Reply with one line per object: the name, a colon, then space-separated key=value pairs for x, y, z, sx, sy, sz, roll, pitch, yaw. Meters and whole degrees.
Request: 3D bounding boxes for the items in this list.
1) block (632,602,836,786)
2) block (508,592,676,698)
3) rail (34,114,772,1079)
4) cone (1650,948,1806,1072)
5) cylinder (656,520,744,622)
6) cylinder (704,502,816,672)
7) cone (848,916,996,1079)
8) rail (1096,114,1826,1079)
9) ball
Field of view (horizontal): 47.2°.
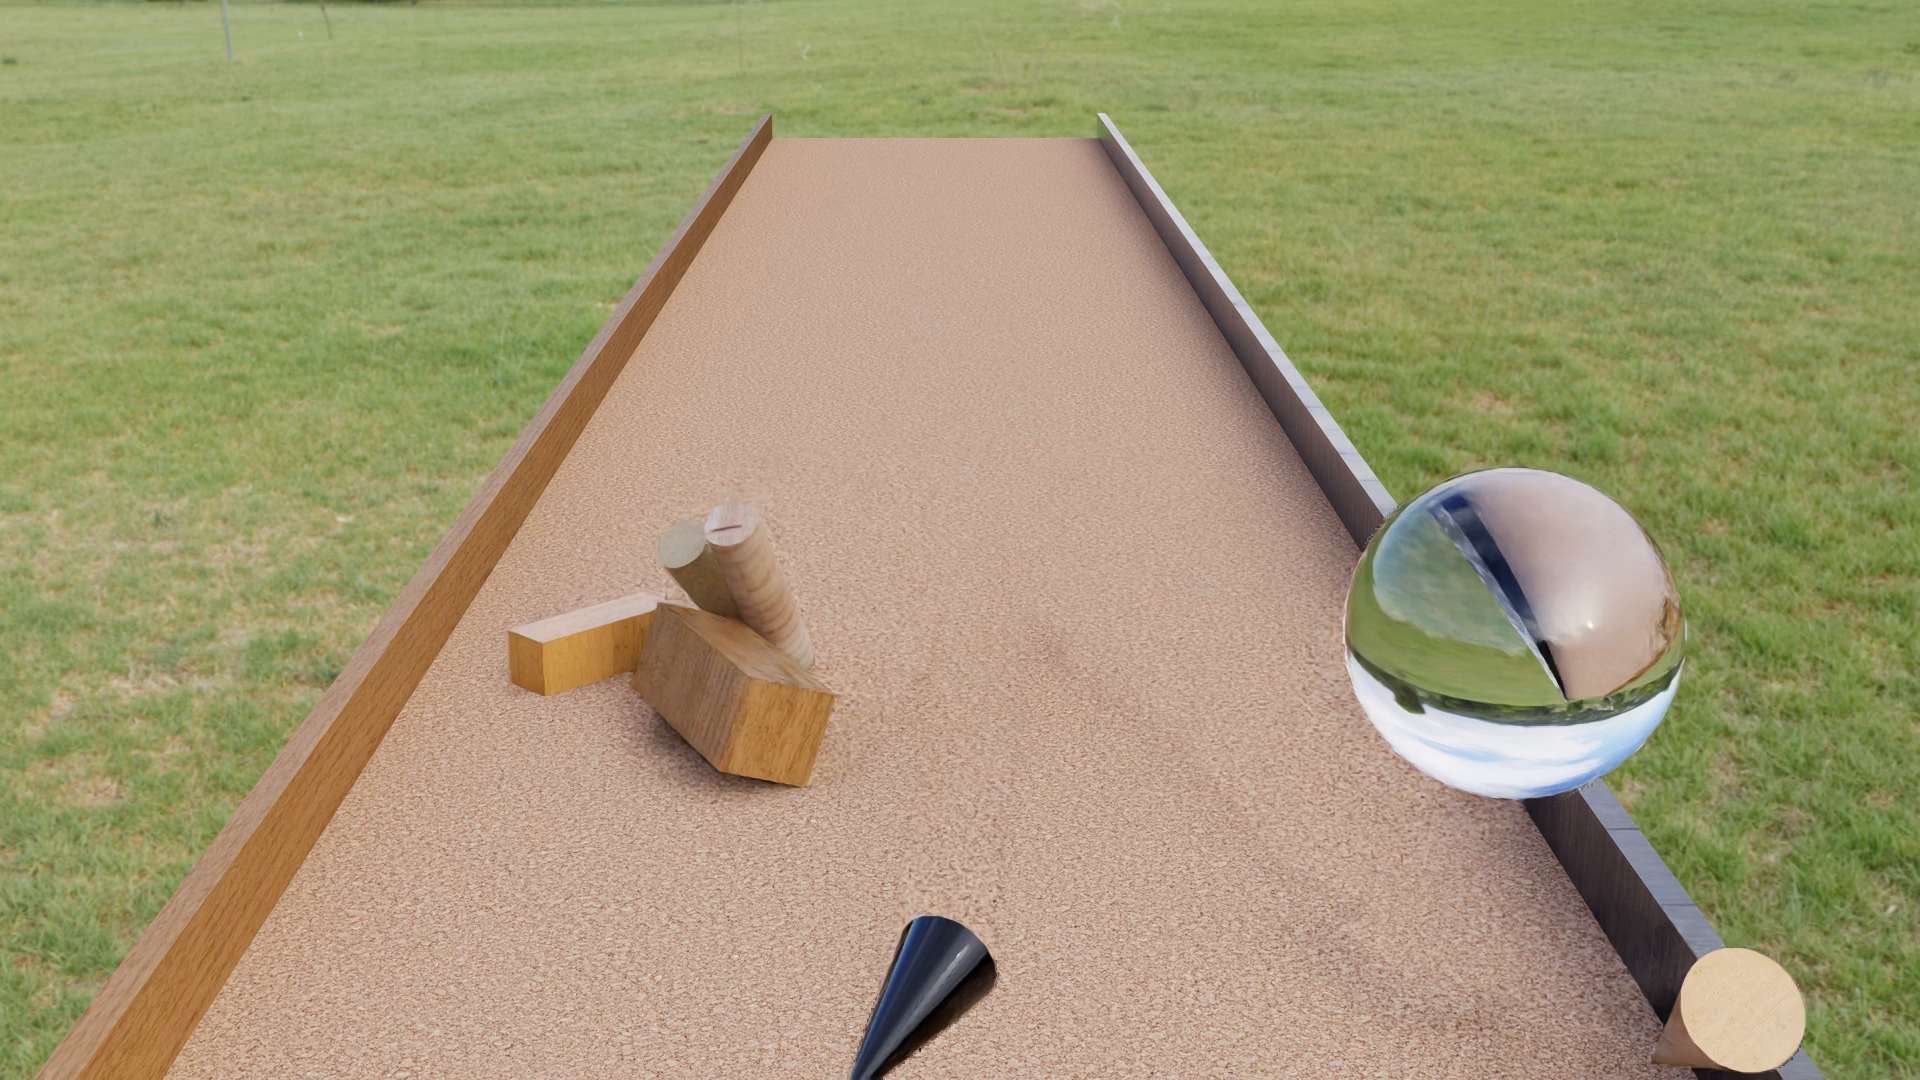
block: x=-0.412 y=0.270 z=3.936 sx=0.170 sy=0.170 sz=0.457 roll=15 pitch=8 yaw=-30
block: x=-0.722 y=0.204 z=4.349 sx=0.110 sy=0.110 sz=0.330 roll=15 pitch=22 yaw=41
rail: x=-1.118 y=-0.838 z=7.780 sx=0.050 sy=0.150 sz=12.000 roll=0 pitch=17 yaw=-1
cone: x=0.912 y=0.619 z=2.734 sx=0.146 sy=0.146 sz=0.354 roll=0 pitch=-23 yaw=-1
cylinder: x=-0.462 y=0.104 z=4.295 sx=0.108 sy=0.350 sz=0.108 roll=-13 pitch=52 yaw=17
cylinder: x=-0.375 y=0.104 z=4.157 sx=0.102 sy=0.434 sz=0.102 roll=-7 pitch=51 yaw=9
cone: x=-0.087 y=0.652 z=2.907 sx=0.148 sy=0.148 sz=0.318 roll=8 pitch=32 yaw=26
rail: x=0.932 y=-0.844 z=7.801 sx=0.050 sy=0.150 sz=12.000 roll=0 pitch=17 yaw=-1
ball: x=0.617 y=0.103 z=2.459 sx=0.373 sy=0.373 sz=0.373 roll=0 pitch=17 yaw=0
